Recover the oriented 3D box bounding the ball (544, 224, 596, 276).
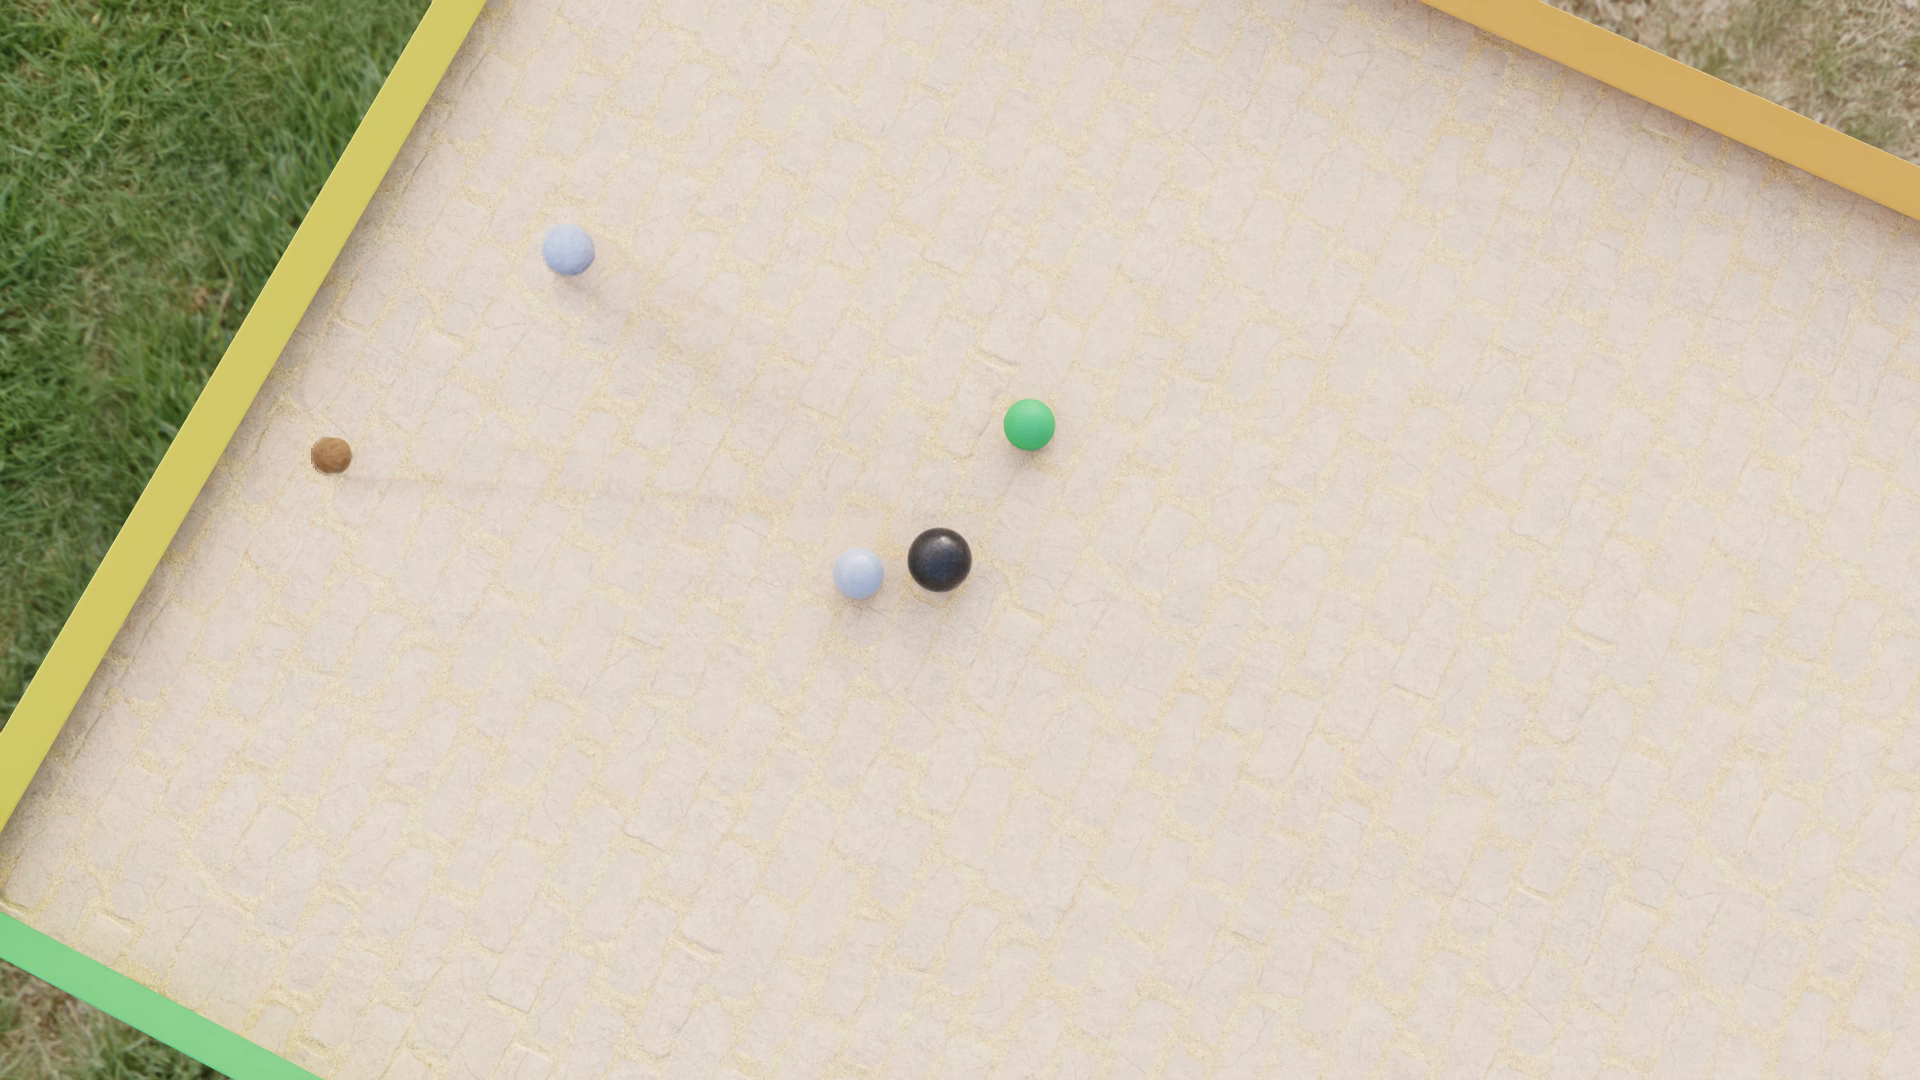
[{"bbox_3d":[-0.607,-0.450,3.417,0.080,0.080,0.080,0,77,0],"label":"ball"}]

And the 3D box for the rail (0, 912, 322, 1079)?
[{"bbox_3d":[0.497,1.454,2.953,4.417,0.128,0.045,25,78,6],"label":"rail"}]

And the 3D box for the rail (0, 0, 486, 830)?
[{"bbox_3d":[-0.971,-0.468,3.395,0.045,0.128,2.301,25,78,6],"label":"rail"}]

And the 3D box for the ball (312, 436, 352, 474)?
[{"bbox_3d":[-0.957,-0.129,3.354,0.057,0.057,0.057,0,77,0],"label":"ball"}]

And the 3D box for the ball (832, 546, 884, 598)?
[{"bbox_3d":[-0.153,0.049,3.303,0.078,0.078,0.078,0,77,0],"label":"ball"}]

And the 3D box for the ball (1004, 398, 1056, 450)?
[{"bbox_3d":[0.106,-0.176,3.354,0.079,0.079,0.079,0,77,0],"label":"ball"}]

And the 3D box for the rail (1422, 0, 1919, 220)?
[{"bbox_3d":[1.487,-0.519,3.407,4.417,0.128,0.045,25,78,6],"label":"rail"}]

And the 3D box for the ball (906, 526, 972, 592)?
[{"bbox_3d":[-0.030,0.030,3.297,0.099,0.099,0.099,0,77,0],"label":"ball"}]
